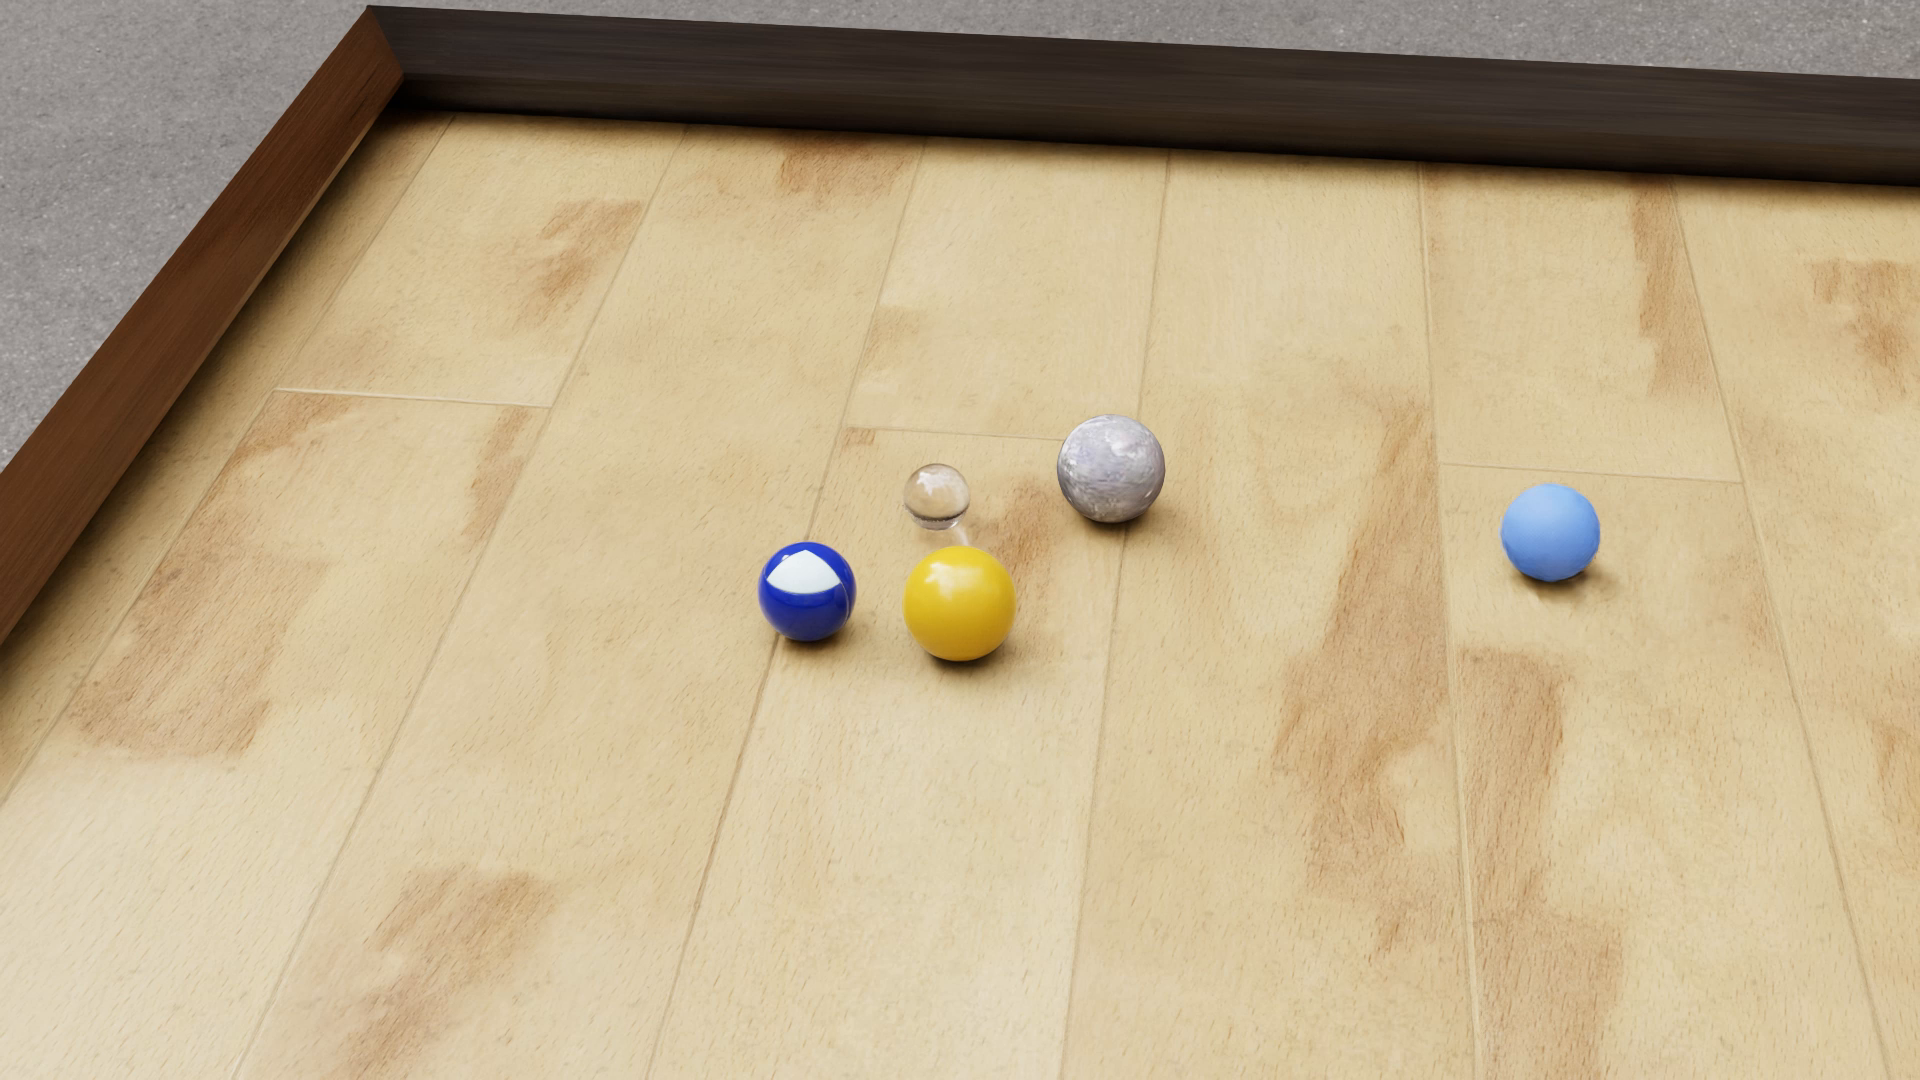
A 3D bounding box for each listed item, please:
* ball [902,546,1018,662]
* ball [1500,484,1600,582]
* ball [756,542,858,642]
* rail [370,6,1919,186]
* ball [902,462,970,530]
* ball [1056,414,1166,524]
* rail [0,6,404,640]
[{"bbox_3d":[0.000,0.047,1.893,0.086,0.086,0.086,0,34,0],"label":"ball"},{"bbox_3d":[0.456,-0.006,1.979,0.075,0.075,0.075,0,34,0],"label":"ball"},{"bbox_3d":[-0.114,0.038,1.915,0.075,0.075,0.075,0,34,0],"label":"ball"},{"bbox_3d":[0.793,-0.397,2.515,2.831,0.113,0.045,4,35,6],"label":"rail"},{"bbox_3d":[-0.018,-0.034,2.039,0.054,0.054,0.054,0,34,0],"label":"ball"},{"bbox_3d":[0.120,-0.057,2.043,0.087,0.087,0.087,0,34,0],"label":"ball"},{"bbox_3d":[-0.679,-0.062,2.026,0.045,0.113,1.572,4,35,6],"label":"rail"}]
